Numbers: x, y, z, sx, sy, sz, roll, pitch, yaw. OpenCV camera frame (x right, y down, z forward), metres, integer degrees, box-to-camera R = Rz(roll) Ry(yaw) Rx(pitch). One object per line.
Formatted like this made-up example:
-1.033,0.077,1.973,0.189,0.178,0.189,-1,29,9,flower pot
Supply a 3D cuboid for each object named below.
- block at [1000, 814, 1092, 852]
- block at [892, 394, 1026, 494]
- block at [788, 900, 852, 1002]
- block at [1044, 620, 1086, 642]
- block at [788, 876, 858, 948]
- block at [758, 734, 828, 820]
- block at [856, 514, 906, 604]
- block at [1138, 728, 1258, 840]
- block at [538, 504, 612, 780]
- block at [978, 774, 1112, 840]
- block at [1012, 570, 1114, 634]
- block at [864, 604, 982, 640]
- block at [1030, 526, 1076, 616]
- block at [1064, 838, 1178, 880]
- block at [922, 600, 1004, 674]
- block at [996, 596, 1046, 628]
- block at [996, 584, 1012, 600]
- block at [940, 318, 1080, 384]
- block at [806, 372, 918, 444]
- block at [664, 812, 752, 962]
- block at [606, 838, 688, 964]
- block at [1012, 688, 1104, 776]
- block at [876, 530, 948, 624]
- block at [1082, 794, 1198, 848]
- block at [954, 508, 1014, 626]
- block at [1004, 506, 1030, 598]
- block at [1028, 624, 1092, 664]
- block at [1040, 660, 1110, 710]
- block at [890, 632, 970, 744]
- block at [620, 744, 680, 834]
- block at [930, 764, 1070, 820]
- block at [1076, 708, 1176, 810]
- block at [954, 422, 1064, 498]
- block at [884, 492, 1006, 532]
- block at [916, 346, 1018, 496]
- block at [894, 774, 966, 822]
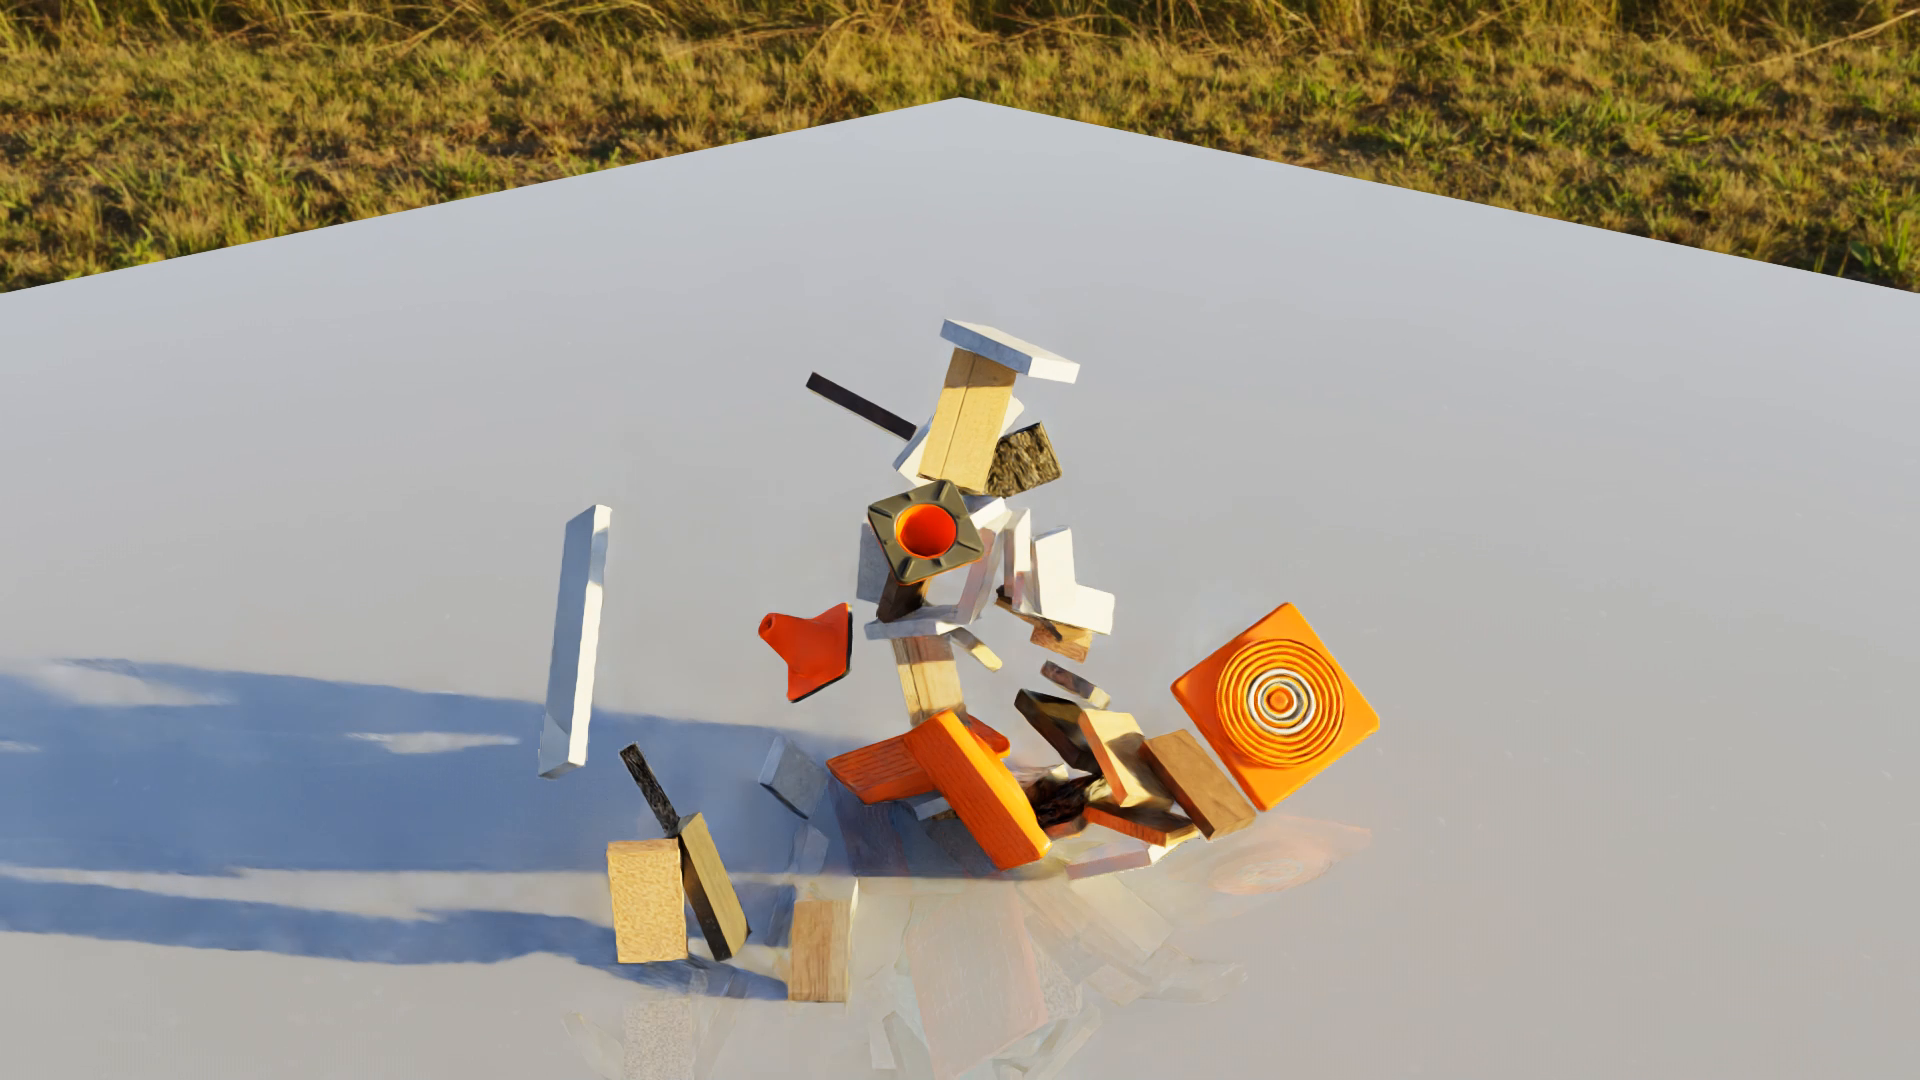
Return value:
0.180,0.556,4.273,0.198,0.028,0.099,-22,4,42,block
-0.002,-0.202,4.264,0.126,0.252,0.036,38,3,-29,block
-0.249,0.731,3.918,0.101,0.029,0.202,0,42,0,block
0.200,0.169,4.172,0.047,0.013,0.094,51,25,20,block
-0.254,0.693,4.091,0.101,0.029,0.202,2,23,4,block
-0.327,0.468,4.325,0.028,0.099,0.254,14,-18,20,block
-0.145,0.045,4.284,0.099,0.197,0.028,16,42,11,block
0.444,0.457,4.123,0.113,0.032,0.226,-11,50,-38,block
-0.720,0.187,4.120,0.033,0.513,0.116,19,-29,-33,block
0.175,0.519,4.314,0.268,0.038,0.134,-22,4,42,block
0.197,0.119,4.150,0.022,0.077,0.263,-3,-13,43,block
-0.074,0.158,4.257,0.112,0.032,0.224,-20,8,-38,block
0.171,0.057,4.046,0.077,0.155,0.022,-20,30,-26,block
0.306,0.601,4.185,0.198,0.028,0.099,-18,4,37,block
-0.002,0.197,4.520,0.028,0.099,0.197,-49,45,-6,block
0.117,0.132,4.170,0.094,0.013,0.047,29,22,10,block
0.122,0.099,4.160,0.094,0.013,0.047,15,36,31,block
0.092,-0.356,4.135,0.126,0.036,0.252,4,17,-45,block
-0.194,-0.260,4.357,0.231,0.033,0.116,28,-1,0,block
-0.448,0.616,3.908,0.034,0.241,0.121,-20,7,13,block
-0.544,0.630,3.834,0.121,0.241,0.034,-3,30,-5,block
0.222,0.379,4.299,0.134,0.038,0.268,16,15,-31,block
-0.091,0.059,4.198,0.029,0.207,0.104,39,40,25,block
0.339,0.528,4.142,0.198,0.028,0.099,15,18,41,block
0.045,0.048,4.110,0.029,0.207,0.103,22,28,11,block
0.106,0.023,4.122,0.022,0.155,0.077,12,36,19,block
0.201,0.183,4.313,0.113,0.032,0.226,22,11,2,block
0.234,0.294,4.442,0.112,0.032,0.224,28,-3,15,block
-0.059,0.281,4.353,0.112,0.224,0.032,-14,15,-4,block
-0.556,0.498,4.096,0.034,0.121,0.241,-30,45,-10,block
0.074,0.503,4.383,0.268,0.038,0.134,-13,10,43,block
0.315,0.416,4.169,0.113,0.032,0.226,9,36,-31,block
0.080,-0.144,4.460,0.231,0.116,0.033,-20,15,14,block
-0.028,-0.051,4.095,0.207,0.029,0.104,3,25,41,block
0.015,-0.222,4.122,0.126,0.252,0.036,17,-11,-3,block
-0.061,0.514,4.398,0.101,0.029,0.202,-20,7,-11,block
